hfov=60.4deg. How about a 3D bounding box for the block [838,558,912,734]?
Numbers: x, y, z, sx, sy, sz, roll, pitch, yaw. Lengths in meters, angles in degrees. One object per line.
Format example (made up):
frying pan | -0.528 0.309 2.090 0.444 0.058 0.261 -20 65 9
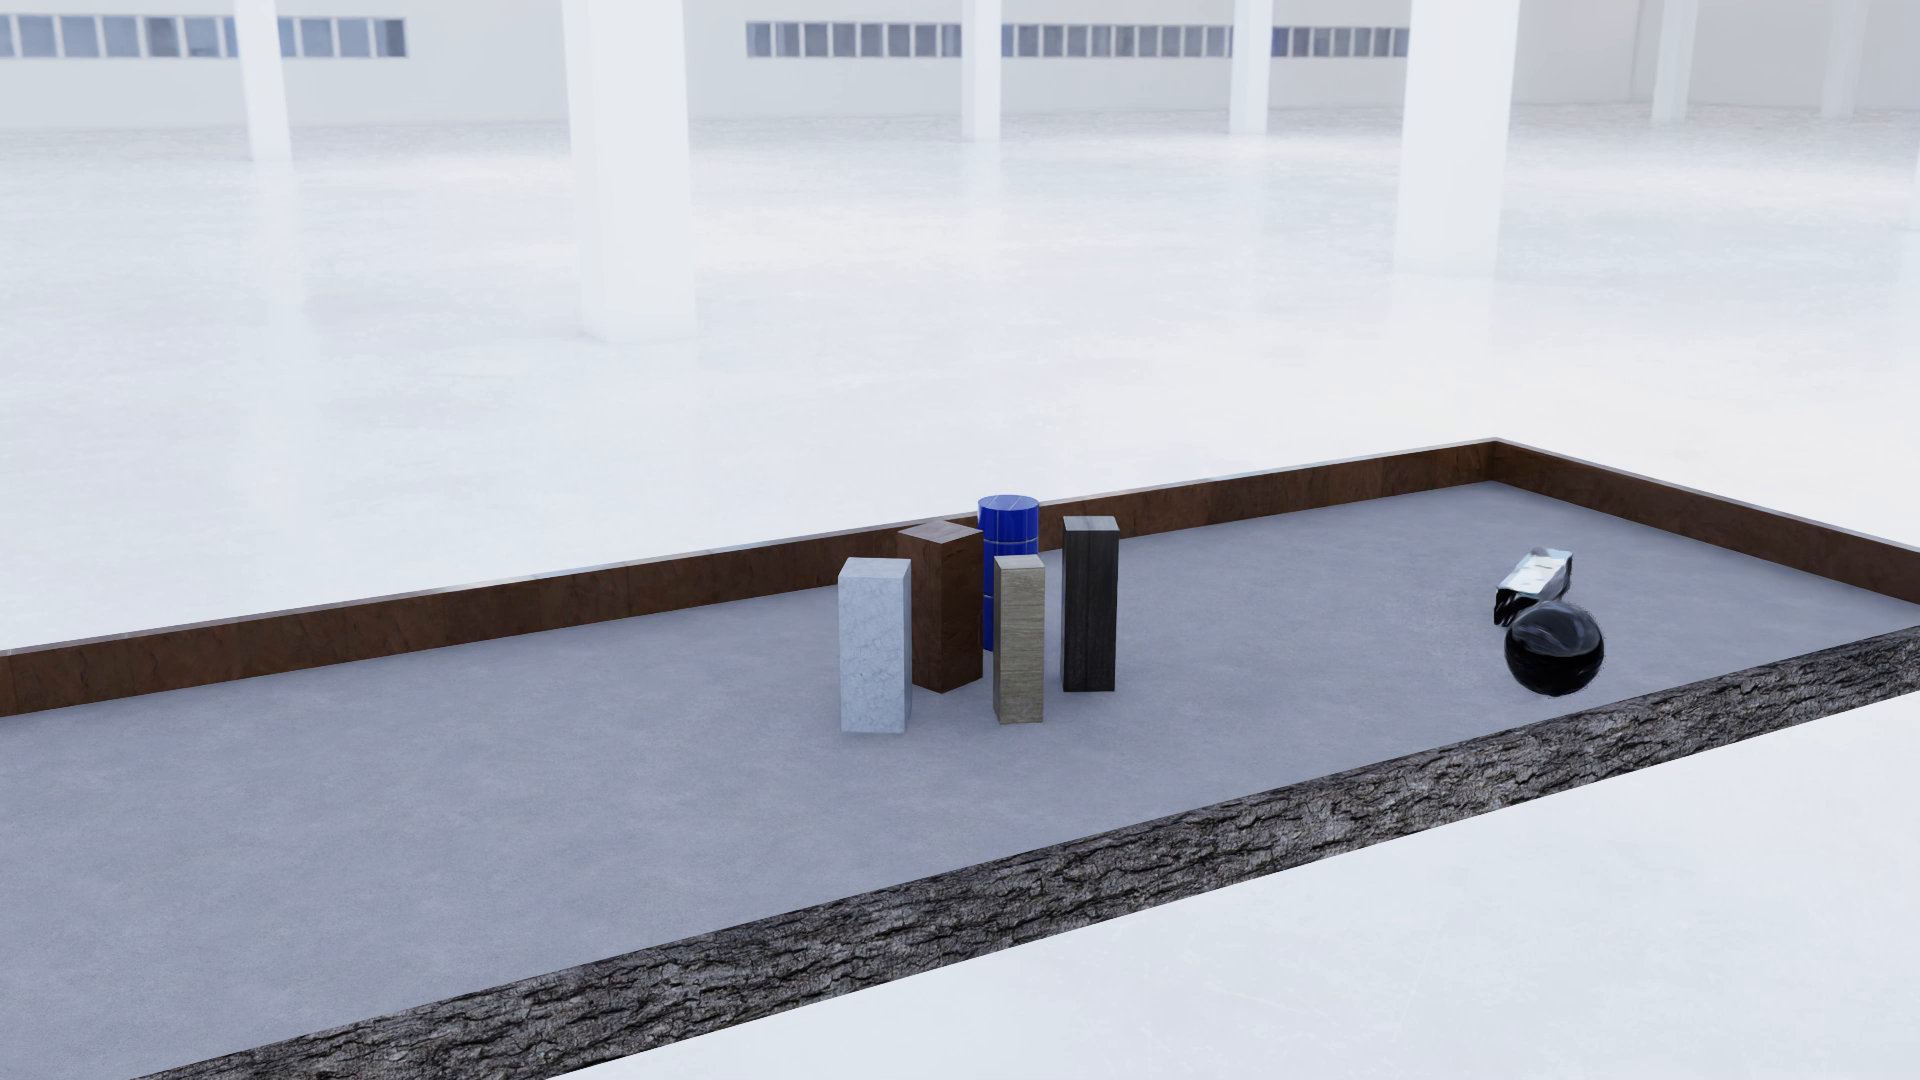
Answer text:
block | -0.195 0.245 3.851 0.148 0.378 0.148 2 16 5

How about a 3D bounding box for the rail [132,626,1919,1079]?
rail | -2.336 1.006 1.665 12.000 0.150 0.050 -9 18 -27

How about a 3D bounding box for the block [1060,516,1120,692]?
block | 0.319 0.158 4.080 0.126 0.415 0.126 0 16 -1

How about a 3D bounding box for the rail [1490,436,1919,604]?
rail | 2.466 -0.048 5.253 0.050 0.150 2.100 -9 18 -27

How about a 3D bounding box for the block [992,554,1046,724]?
block | 0.138 0.234 3.880 0.102 0.383 0.102 -2 17 -8

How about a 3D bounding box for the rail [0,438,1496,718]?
rail | -3.305 0.497 3.399 12.000 0.150 0.050 -9 18 -27

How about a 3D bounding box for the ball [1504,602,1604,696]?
ball | 1.453 0.266 4.037 0.233 0.233 0.233 0 16 0

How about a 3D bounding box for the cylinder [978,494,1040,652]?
cylinder | 0.126 0.089 4.361 0.161 0.390 0.161 0 16 0

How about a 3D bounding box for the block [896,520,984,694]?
block | -0.049 0.164 4.111 0.151 0.387 0.151 15 22 41

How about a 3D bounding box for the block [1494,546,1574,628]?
block | 1.637 0.135 4.700 0.110 0.110 0.453 10 19 30
